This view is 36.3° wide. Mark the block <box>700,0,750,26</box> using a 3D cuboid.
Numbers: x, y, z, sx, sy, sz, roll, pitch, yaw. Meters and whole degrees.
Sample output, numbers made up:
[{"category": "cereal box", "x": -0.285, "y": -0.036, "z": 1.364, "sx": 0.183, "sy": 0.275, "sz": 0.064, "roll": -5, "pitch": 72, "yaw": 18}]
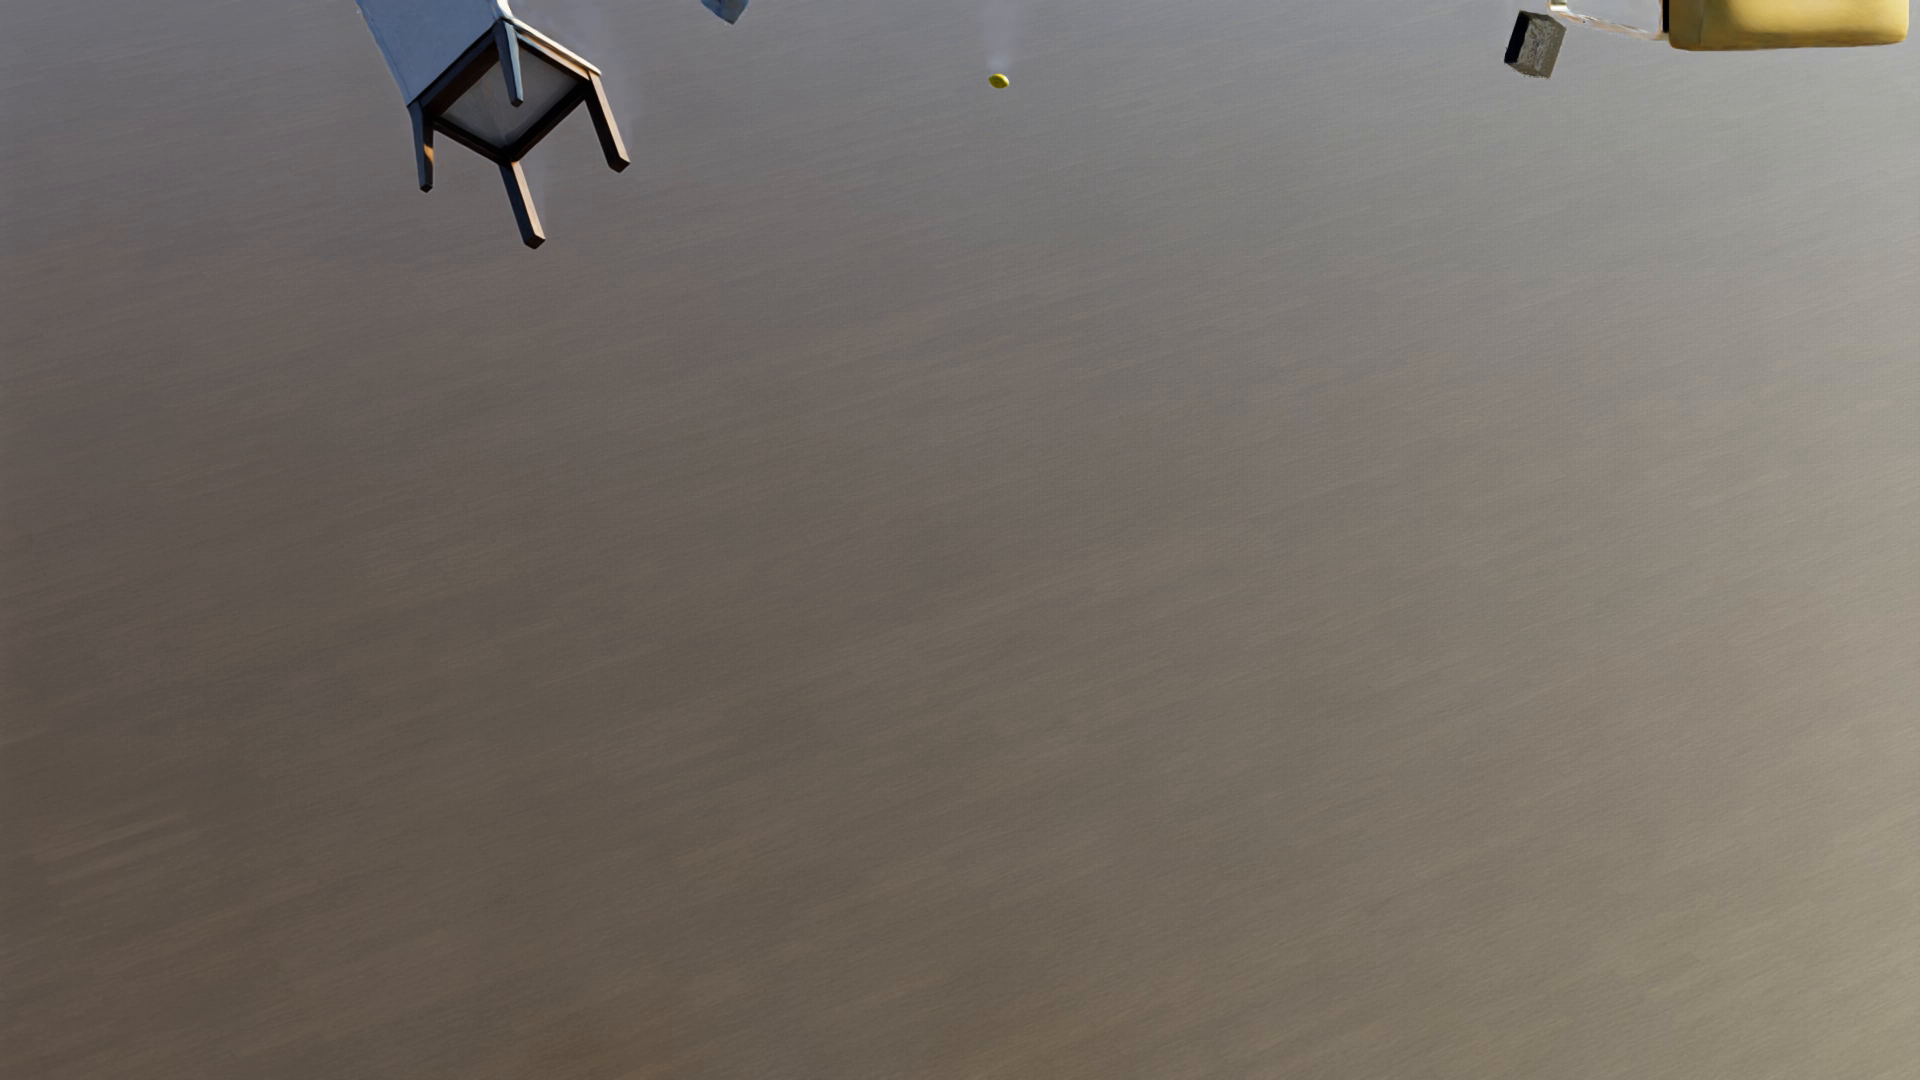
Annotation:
[{"category": "block", "x": -0.717, "y": -1.704, "z": 9.089, "sx": 0.116, "sy": 0.161, "sz": 0.086, "roll": 41, "pitch": 9, "yaw": 28}]

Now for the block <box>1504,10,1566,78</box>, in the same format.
[{"category": "block", "x": 1.695, "y": -1.460, "z": 8.642, "sx": 0.098, "sy": 0.157, "sz": 0.118, "roll": 18, "pitch": 1, "yaw": 40}]
